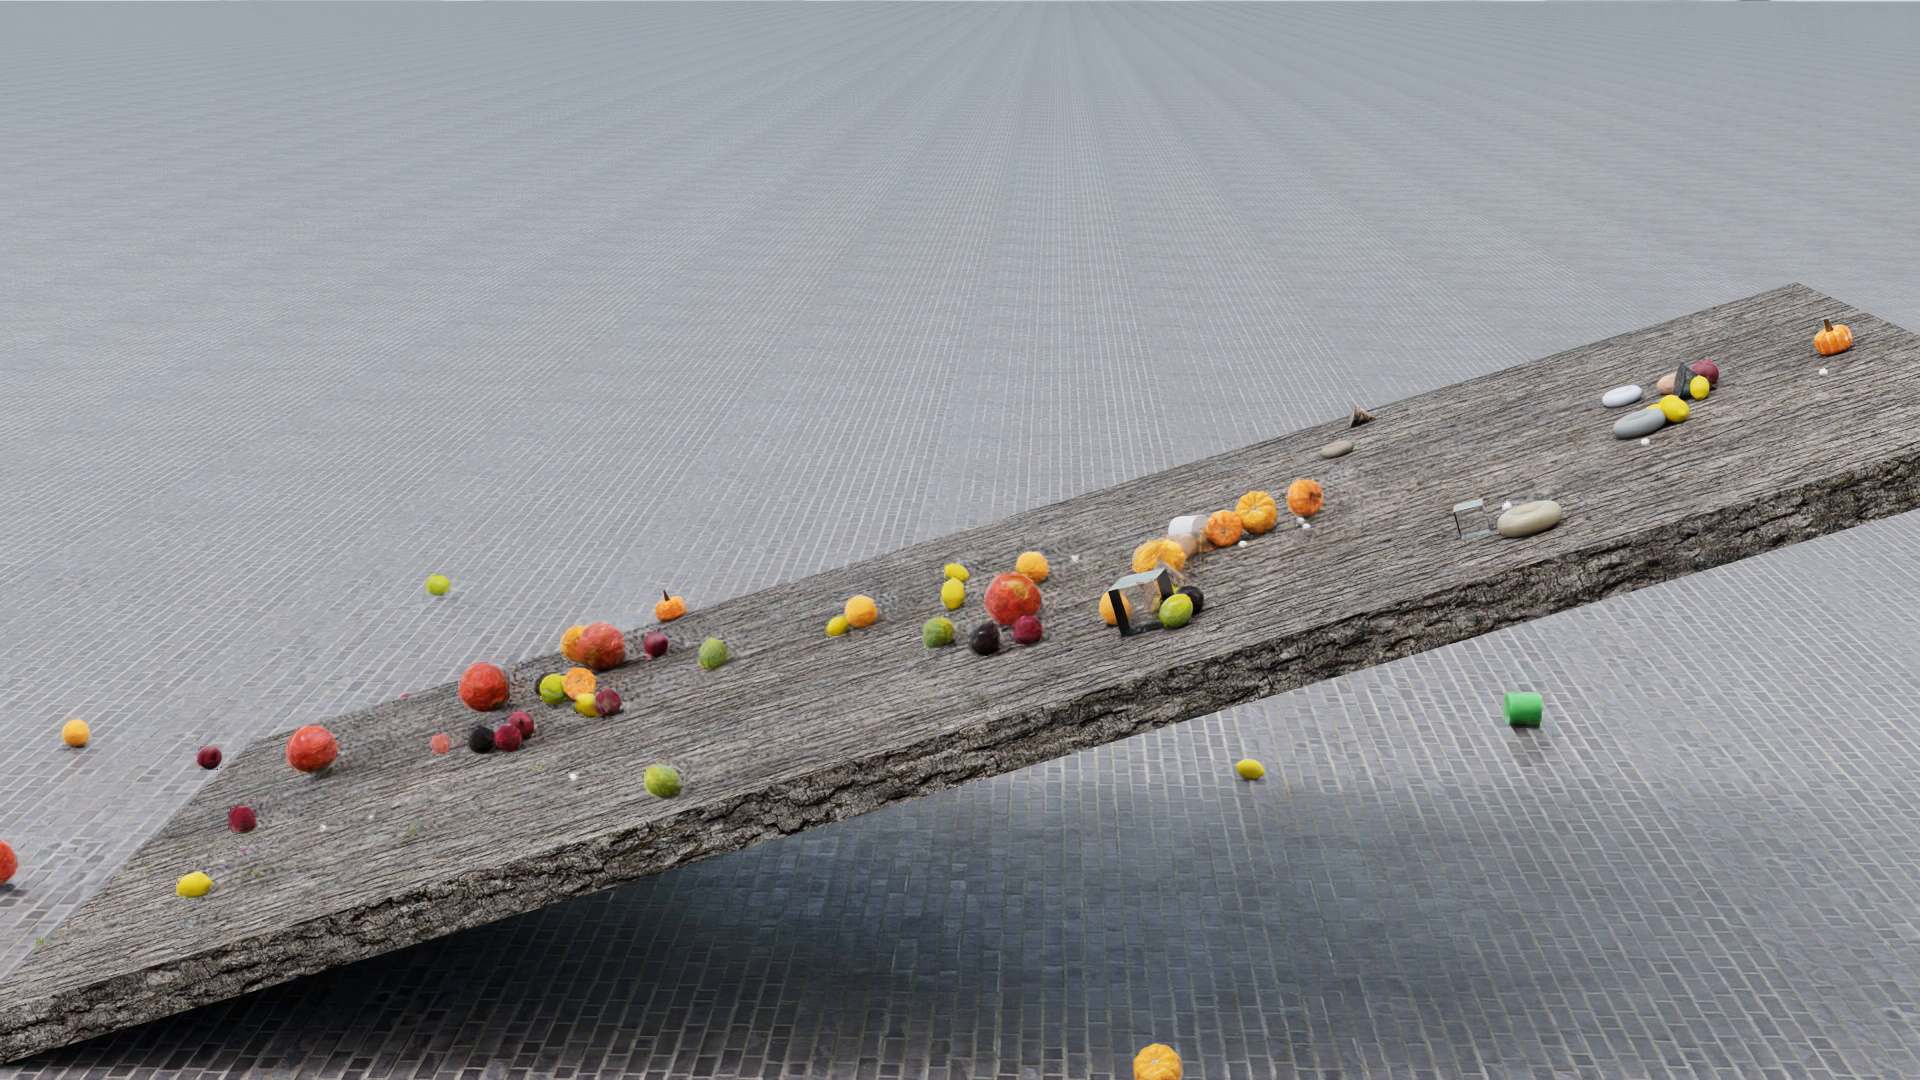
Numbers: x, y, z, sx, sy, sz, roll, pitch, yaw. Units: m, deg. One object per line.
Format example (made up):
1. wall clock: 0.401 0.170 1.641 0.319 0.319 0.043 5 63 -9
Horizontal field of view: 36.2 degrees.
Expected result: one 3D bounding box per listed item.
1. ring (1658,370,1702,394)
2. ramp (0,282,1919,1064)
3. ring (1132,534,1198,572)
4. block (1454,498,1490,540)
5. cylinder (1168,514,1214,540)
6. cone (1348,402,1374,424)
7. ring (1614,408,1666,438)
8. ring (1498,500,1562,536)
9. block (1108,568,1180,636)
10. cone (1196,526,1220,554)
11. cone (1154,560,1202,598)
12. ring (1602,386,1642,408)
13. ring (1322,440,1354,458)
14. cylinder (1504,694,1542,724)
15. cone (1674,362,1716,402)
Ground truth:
1. ring: 1.542 -0.338 6.303 0.097 0.032 0.097 -16 11 3
2. ramp: 0.096 0.185 6.315 4.000 0.100 2.000 -17 10 5
3. ring: 0.432 0.026 6.177 0.144 0.048 0.144 -17 9 3
4. block: 0.974 -0.040 5.594 0.056 0.056 0.056 -15 10 14
5. cylinder: 0.492 -0.017 6.248 0.069 0.069 0.069 -10 3 -40
6. cone: 0.970 -0.297 7.061 0.058 0.058 0.058 21 13 3
7. ring: 1.389 -0.238 6.011 0.109 0.036 0.109 -21 9 3
8. ring: 1.062 -0.039 5.485 0.123 0.041 0.123 -18 9 3
9. block: 0.355 0.120 5.670 0.095 0.095 0.095 -13 11 23
10. cone: 0.515 -0.005 6.190 0.052 0.052 0.052 -17 10 3
11. cone: 0.436 0.092 5.833 0.092 0.092 0.092 7 9 -18
12. ring: 1.430 -0.310 6.350 0.086 0.029 0.086 -18 11 4
13. ring: 0.868 -0.209 6.767 0.075 0.025 0.075 -16 11 3
14. cylinder: 1.533 0.459 8.004 0.086 0.086 0.086 0 11 0
15. cone: 1.556 -0.326 6.200 0.083 0.083 0.083 10 11 0
